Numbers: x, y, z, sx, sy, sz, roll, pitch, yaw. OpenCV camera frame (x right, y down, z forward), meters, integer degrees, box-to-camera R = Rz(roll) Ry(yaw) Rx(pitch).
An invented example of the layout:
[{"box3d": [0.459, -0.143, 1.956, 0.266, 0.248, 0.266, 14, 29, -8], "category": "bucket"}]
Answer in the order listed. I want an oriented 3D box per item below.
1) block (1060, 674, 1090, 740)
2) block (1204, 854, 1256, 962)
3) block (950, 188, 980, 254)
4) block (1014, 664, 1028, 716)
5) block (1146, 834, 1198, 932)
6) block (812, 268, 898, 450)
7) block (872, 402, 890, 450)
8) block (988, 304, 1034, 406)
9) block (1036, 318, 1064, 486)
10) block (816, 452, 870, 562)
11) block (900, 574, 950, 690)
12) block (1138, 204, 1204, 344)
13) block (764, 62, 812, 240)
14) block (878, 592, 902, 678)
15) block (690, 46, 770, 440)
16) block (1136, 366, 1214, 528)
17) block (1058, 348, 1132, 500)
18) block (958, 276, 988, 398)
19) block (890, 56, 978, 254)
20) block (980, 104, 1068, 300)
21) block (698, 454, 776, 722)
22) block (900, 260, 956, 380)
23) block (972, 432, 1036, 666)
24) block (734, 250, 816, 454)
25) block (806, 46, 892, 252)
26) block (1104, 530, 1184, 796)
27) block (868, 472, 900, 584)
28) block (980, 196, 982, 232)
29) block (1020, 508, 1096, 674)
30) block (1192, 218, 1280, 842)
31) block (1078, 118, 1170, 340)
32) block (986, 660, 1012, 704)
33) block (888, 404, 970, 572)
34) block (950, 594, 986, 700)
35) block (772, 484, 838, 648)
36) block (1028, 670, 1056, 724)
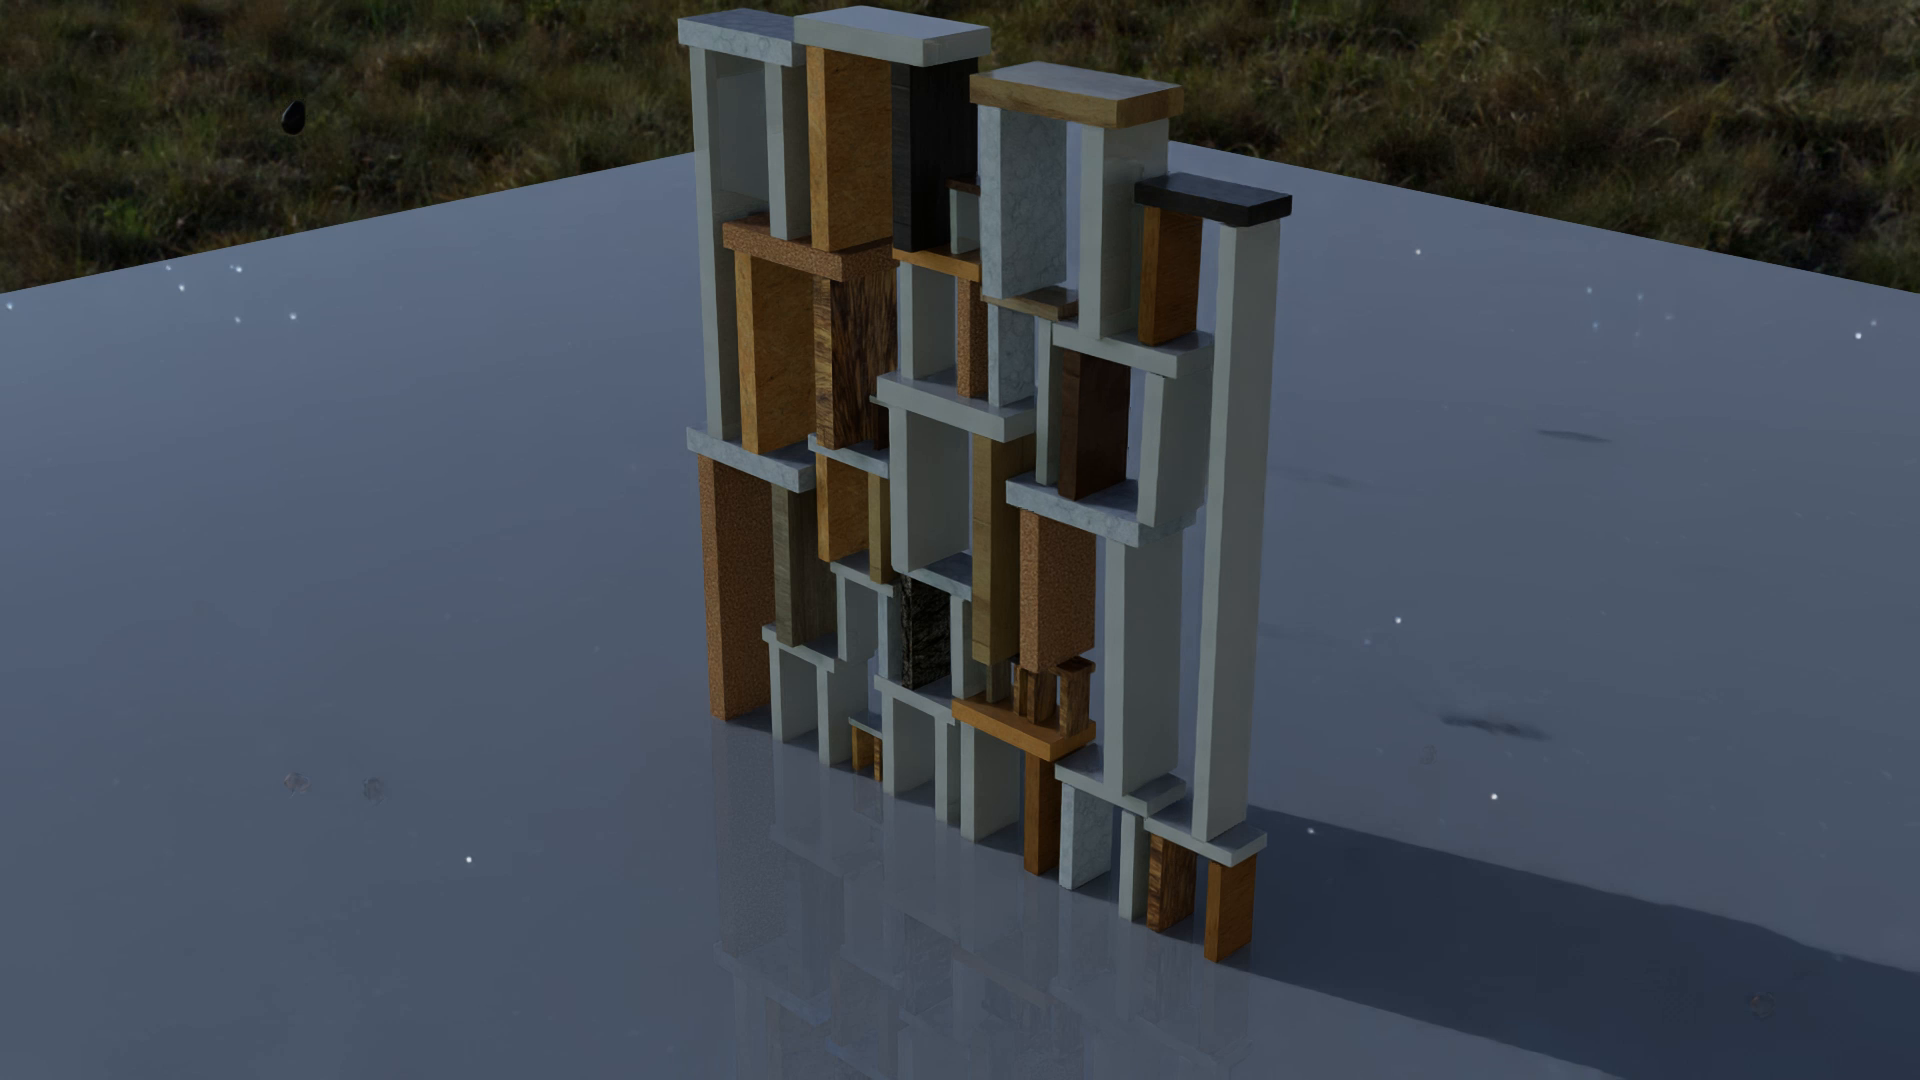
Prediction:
[{"box3d": [0.215, 0.306, 4.123, 0.063, 0.125, 0.018, -21, 31, -41], "category": "block"}, {"box3d": [0.488, 0.652, 3.966, 0.029, 0.203, 0.101, 21, 31, 41], "category": "block"}, {"box3d": [0.009, -0.580, 3.967, 0.058, 0.117, 0.017, -21, 30, -40], "category": "block"}, {"box3d": [0.127, 0.278, 4.210, 0.015, 0.107, 0.054, 22, 31, 40], "category": "block"}, {"box3d": [0.392, 0.614, 4.053, 0.101, 0.203, 0.029, -21, 32, -40], "category": "block"}, {"box3d": [-0.202, -0.364, 4.289, 0.049, 0.347, 0.174, 21, 31, 40], "category": "block"}, {"box3d": [-0.147, -0.226, 4.286, 0.014, 0.095, 0.048, 21, 31, 41], "category": "block"}, {"box3d": [0.093, -0.345, 3.972, 0.094, 0.189, 0.027, -21, 30, -40], "category": "block"}, {"box3d": [0.180, -0.257, 3.918, 0.027, 0.311, 0.094, 22, 32, 40], "category": "block"}, {"box3d": [-0.235, -0.080, 4.440, 0.033, 0.230, 0.115, 21, 31, 41], "category": "block"}, {"box3d": [-0.067, 0.168, 4.373, 0.030, 0.247, 0.108, 21, 31, 41], "category": "block"}, {"box3d": [0.351, -0.451, 3.661, 0.033, 0.231, 0.116, 21, 30, 39], "category": "block"}, {"box3d": [-0.289, -0.757, 4.214, 0.048, 0.336, 0.168, 21, 31, 40], "category": "block"}, {"box3d": [-0.122, 0.178, 4.428, 0.026, 0.184, 0.092, 21, 31, 41], "category": "block"}, {"box3d": [-0.448, -0.604, 4.452, 0.048, 0.803, 0.168, 21, 31, 41], "category": "block"}, {"box3d": [0.368, -0.171, 3.754, 0.039, 0.274, 0.137, 23, 32, 39], "category": "block"}, {"box3d": [0.238, -0.219, 3.872, 0.039, 0.275, 0.137, 22, 32, 39], "category": "block"}, {"box3d": [0.046, -0.381, 4.016, 0.112, 0.223, 0.032, -21, 31, -40], "category": "block"}, {"box3d": [-0.045, -0.704, 3.977, 0.169, 0.338, 0.048, -21, 31, -40], "category": "block"}, {"box3d": [0.113, -0.602, 3.839, 0.167, 0.334, 0.047, -21, 30, -40], "category": "block"}, {"box3d": [-0.470, 0.084, 4.776, 0.050, 0.615, 0.178, 21, 31, 41], "category": "block"}, {"box3d": [-0.060, -0.422, 4.113, 0.112, 0.223, 0.032, -21, 31, -41], "category": "block"}, {"box3d": [0.098, -0.002, 4.111, 0.047, 0.455, 0.166, 21, 31, 41], "category": "block"}, {"box3d": [-0.366, -0.395, 4.453, 0.049, 0.418, 0.174, 21, 31, 41], "category": "block"}, {"box3d": [-0.204, -0.746, 4.131, 0.048, 0.381, 0.169, 21, 31, 40], "category": "block"}, {"box3d": [0.330, 0.209, 3.962, 0.045, 0.497, 0.157, 20, 30, 41], "category": "block"}, {"box3d": [-0.126, -0.038, 4.341, 0.033, 0.230, 0.115, 21, 31, 41], "category": "block"}, {"box3d": [0.064, -0.559, 3.916, 0.017, 0.117, 0.059, 20, 30, 41], "category": "block"}, {"box3d": [0.181, 0.074, 4.057, 0.158, 0.315, 0.045, -21, 31, -41], "category": "block"}, {"box3d": [0.465, 0.002, 3.727, 0.033, 1.112, 0.116, 21, 30, 40], "category": "block"}, {"box3d": [0.275, -0.532, 3.696, 0.047, 0.359, 0.167, 21, 31, 40], "category": "block"}, {"box3d": [0.075, 0.258, 4.257, 0.015, 0.107, 0.054, 21, 30, 41], "category": "block"}, {"box3d": [-0.058, -0.119, 4.231, 0.047, 0.332, 0.166, 21, 31, 41], "category": "block"}, {"box3d": [0.033, 0.192, 4.275, 0.108, 0.215, 0.030, -21, 30, -41], "category": "block"}, {"box3d": [-0.302, 0.029, 4.571, 0.178, 0.355, 0.050, -21, 31, -41], "category": "block"}, {"box3d": [0.156, 0.282, 4.177, 0.018, 0.125, 0.063, 21, 31, 40], "category": "block"}]
